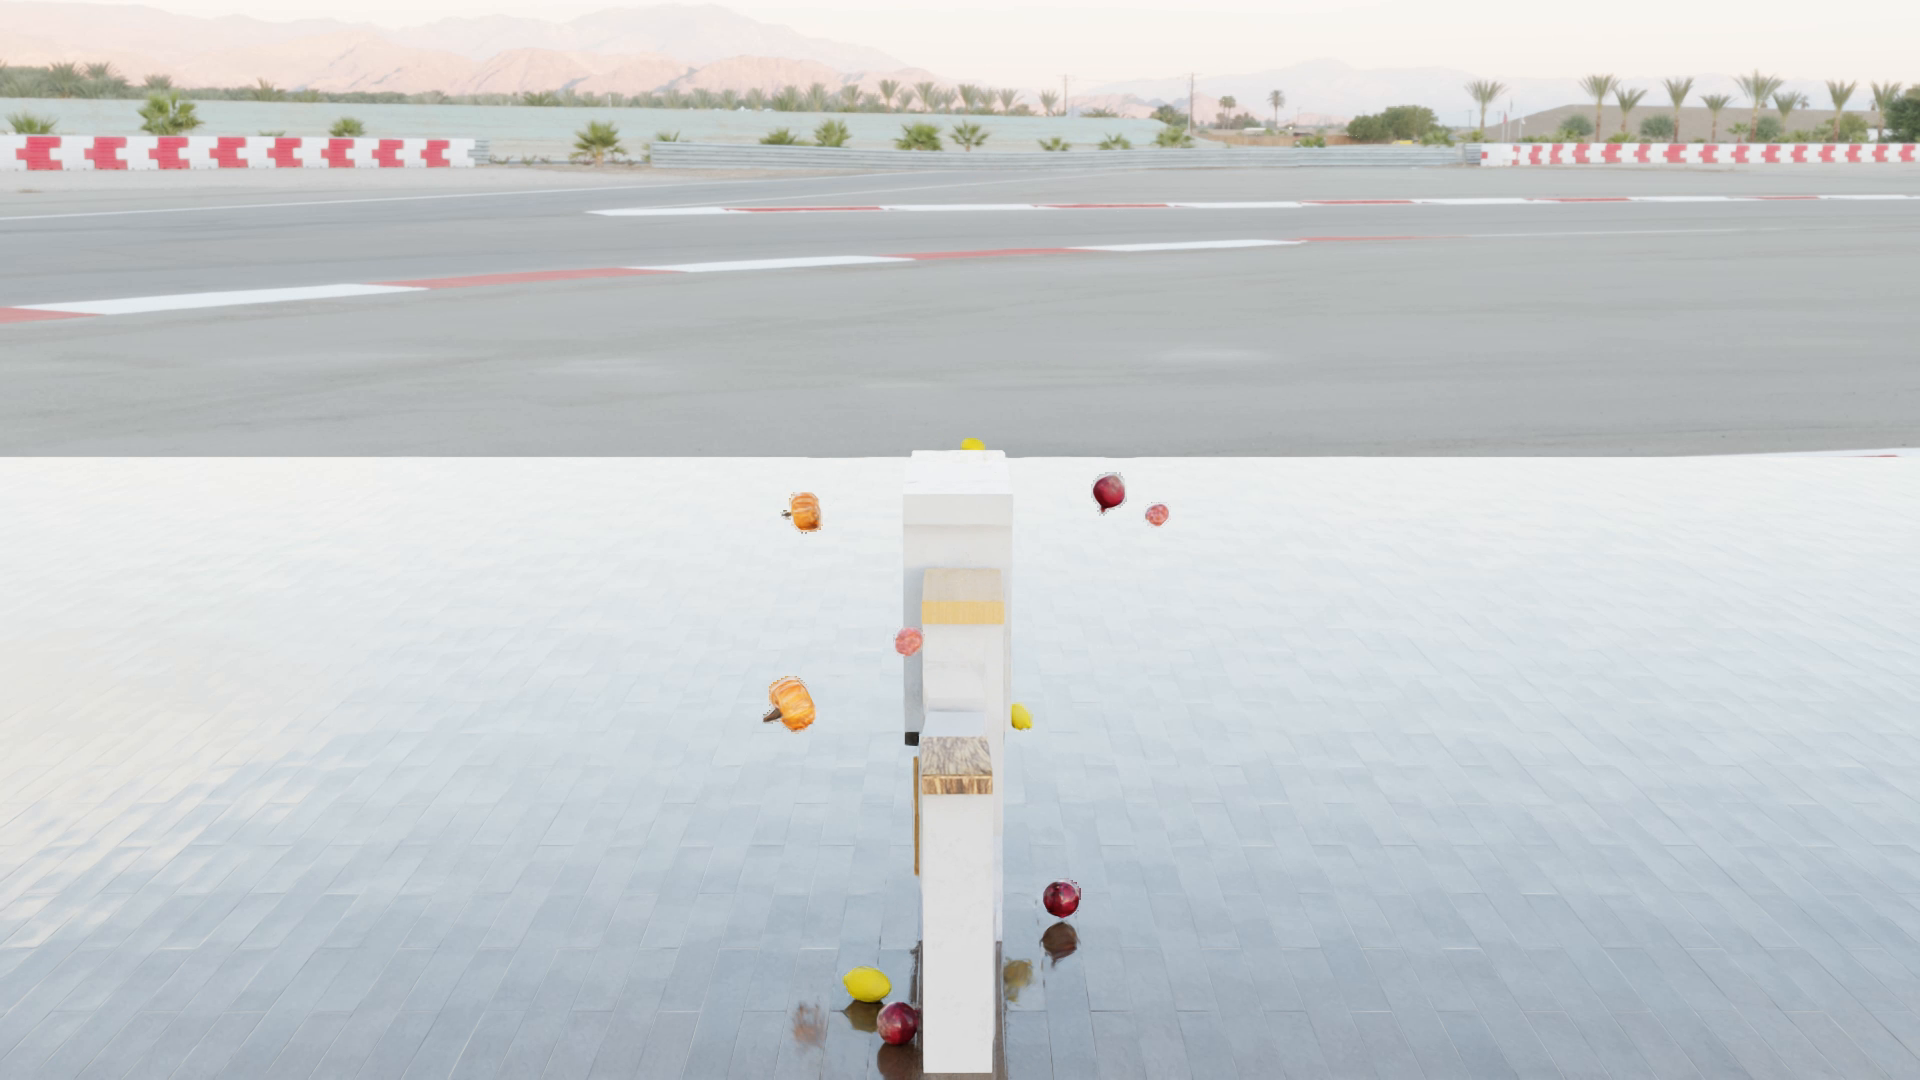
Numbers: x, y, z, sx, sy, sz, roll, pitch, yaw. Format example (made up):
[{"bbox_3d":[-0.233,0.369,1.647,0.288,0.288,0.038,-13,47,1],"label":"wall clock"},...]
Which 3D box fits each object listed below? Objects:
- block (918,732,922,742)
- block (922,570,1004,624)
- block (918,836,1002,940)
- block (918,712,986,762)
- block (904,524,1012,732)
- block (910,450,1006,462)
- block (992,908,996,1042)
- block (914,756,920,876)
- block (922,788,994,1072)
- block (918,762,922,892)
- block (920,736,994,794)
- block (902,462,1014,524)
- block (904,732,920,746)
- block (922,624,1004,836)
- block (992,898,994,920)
[{"bbox_3d":[0.001,0.333,3.509,0.132,0.037,0.264,0,11,0],"label":"block"},{"bbox_3d":[0.004,0.084,3.333,0.120,0.034,0.240,0,11,0],"label":"block"},{"bbox_3d":[0.000,0.497,3.450,0.132,0.264,0.037,0,11,0],"label":"block"},{"bbox_3d":[-0.009,0.281,3.141,0.087,0.025,0.174,1,11,3],"label":"block"},{"bbox_3d":[-0.004,0.135,3.524,0.172,0.345,0.049,0,11,0],"label":"block"},{"bbox_3d":[-0.003,-0.112,3.952,0.171,0.048,0.342,0,11,0],"label":"block"},{"bbox_3d":[0.002,0.605,3.074,0.094,0.187,0.027,2,11,9],"label":"block"},{"bbox_3d":[-0.021,0.392,3.086,0.087,0.174,0.025,7,13,32],"label":"block"},{"bbox_3d":[-0.003,0.522,2.942,0.093,0.399,0.026,0,12,0],"label":"block"},{"bbox_3d":[-0.010,0.395,3.039,0.093,0.185,0.026,0,10,2],"label":"block"},{"bbox_3d":[-0.006,0.302,2.959,0.093,0.026,0.185,0,10,-1],"label":"block"},{"bbox_3d":[-0.005,-0.079,3.598,0.172,0.049,0.345,0,10,-1],"label":"block"},{"bbox_3d":[-0.010,0.137,3.756,0.172,0.431,0.049,0,12,0],"label":"block"},{"bbox_3d":[0.005,0.278,3.287,0.120,0.331,0.034,0,10,0],"label":"block"},{"bbox_3d":[-0.002,0.490,3.106,0.094,0.027,0.187,0,11,0],"label":"block"}]
